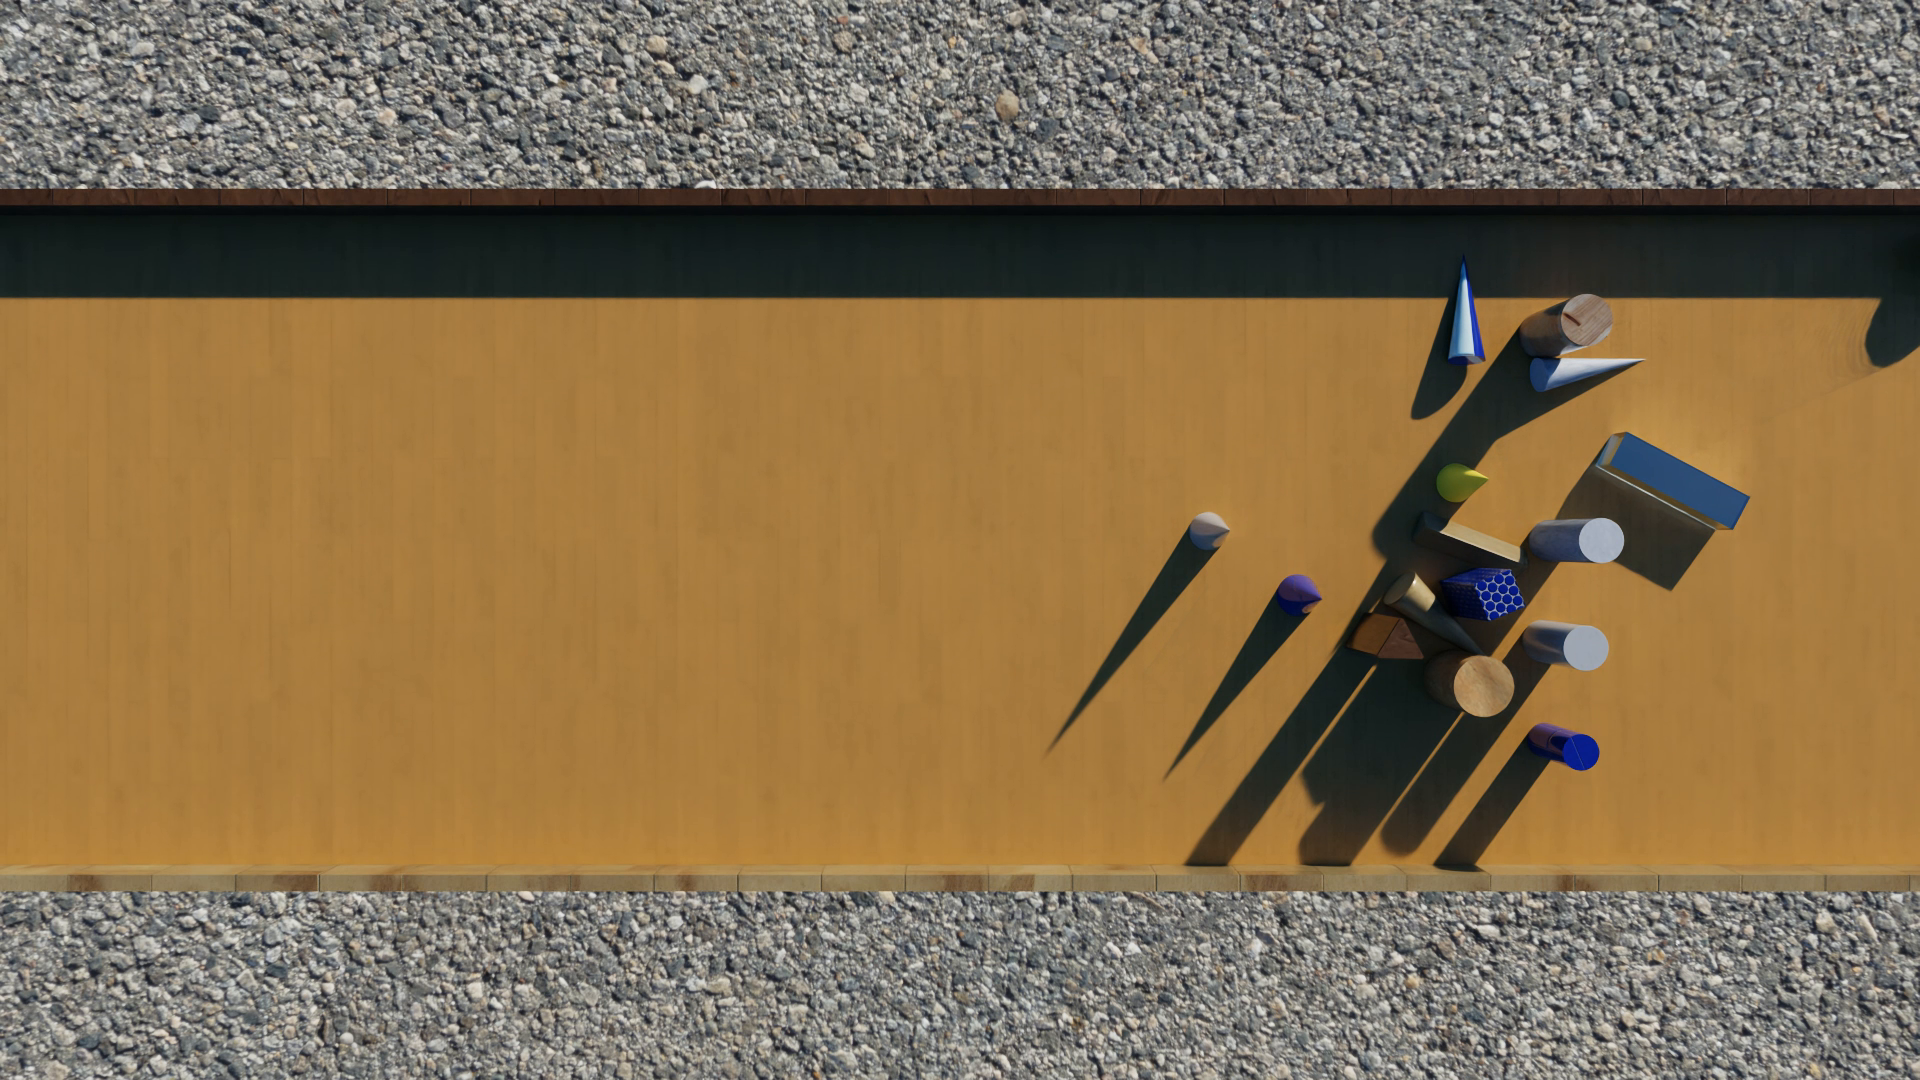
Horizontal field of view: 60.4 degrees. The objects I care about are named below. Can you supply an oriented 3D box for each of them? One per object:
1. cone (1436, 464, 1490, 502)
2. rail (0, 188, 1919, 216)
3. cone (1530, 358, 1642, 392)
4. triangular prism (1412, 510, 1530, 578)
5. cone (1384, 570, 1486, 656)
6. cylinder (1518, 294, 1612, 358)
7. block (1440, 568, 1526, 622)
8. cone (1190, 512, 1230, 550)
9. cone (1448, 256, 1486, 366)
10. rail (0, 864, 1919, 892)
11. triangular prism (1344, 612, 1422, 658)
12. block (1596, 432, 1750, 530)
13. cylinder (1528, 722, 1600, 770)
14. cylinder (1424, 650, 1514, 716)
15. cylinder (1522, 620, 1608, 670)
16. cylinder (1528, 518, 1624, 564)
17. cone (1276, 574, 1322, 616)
[{"bbox_3d":[1.526,-0.176,4.915,0.121,0.323,0.121,0,90,0],"label":"cone"},{"bbox_3d":[-2.247,-1.025,5.002,12.000,0.150,0.050,0,90,0],"label":"rail"},{"bbox_3d":[1.939,-0.530,5.050,0.361,0.106,0.106,-9,90,-8],"label":"cone"},{"bbox_3d":[1.564,0.017,5.032,0.338,0.085,0.098,21,90,0],"label":"triangular prism"},{"bbox_3d":[1.501,0.278,5.044,0.432,0.132,0.132,39,90,-9],"label":"cone"},{"bbox_3d":[1.792,-0.629,4.895,0.149,0.363,0.149,0,90,0],"label":"cylinder"},{"bbox_3d":[1.549,0.159,4.904,0.115,0.345,0.115,-22,90,0],"label":"block"},{"bbox_3d":[0.764,-0.027,4.869,0.118,0.415,0.118,0,90,0],"label":"cone"},{"bbox_3d":[1.546,-0.717,5.049,0.111,0.111,0.345,1,81,0],"label":"cone"},{"bbox_3d":[-2.247,1.025,5.001,12.000,0.150,0.050,0,90,0],"label":"rail"},{"bbox_3d":[1.248,0.276,4.870,0.128,0.413,0.111,2,90,0],"label":"triangular prism"},{"bbox_3d":[2.167,-0.178,5.021,0.421,0.112,0.112,28,90,0],"label":"block"},{"bbox_3d":[1.799,0.615,4.926,0.106,0.301,0.106,0,90,0],"label":"cylinder"},{"bbox_3d":[1.514,0.424,4.921,0.175,0.311,0.175,0,90,0],"label":"cylinder"},{"bbox_3d":[1.794,0.310,4.901,0.130,0.350,0.130,0,90,0],"label":"cylinder"},{"bbox_3d":[1.815,0.002,4.871,0.128,0.411,0.128,0,90,0],"label":"cylinder"},{"bbox_3d":[1.040,0.170,4.905,0.129,0.343,0.129,0,90,0],"label":"cone"}]
